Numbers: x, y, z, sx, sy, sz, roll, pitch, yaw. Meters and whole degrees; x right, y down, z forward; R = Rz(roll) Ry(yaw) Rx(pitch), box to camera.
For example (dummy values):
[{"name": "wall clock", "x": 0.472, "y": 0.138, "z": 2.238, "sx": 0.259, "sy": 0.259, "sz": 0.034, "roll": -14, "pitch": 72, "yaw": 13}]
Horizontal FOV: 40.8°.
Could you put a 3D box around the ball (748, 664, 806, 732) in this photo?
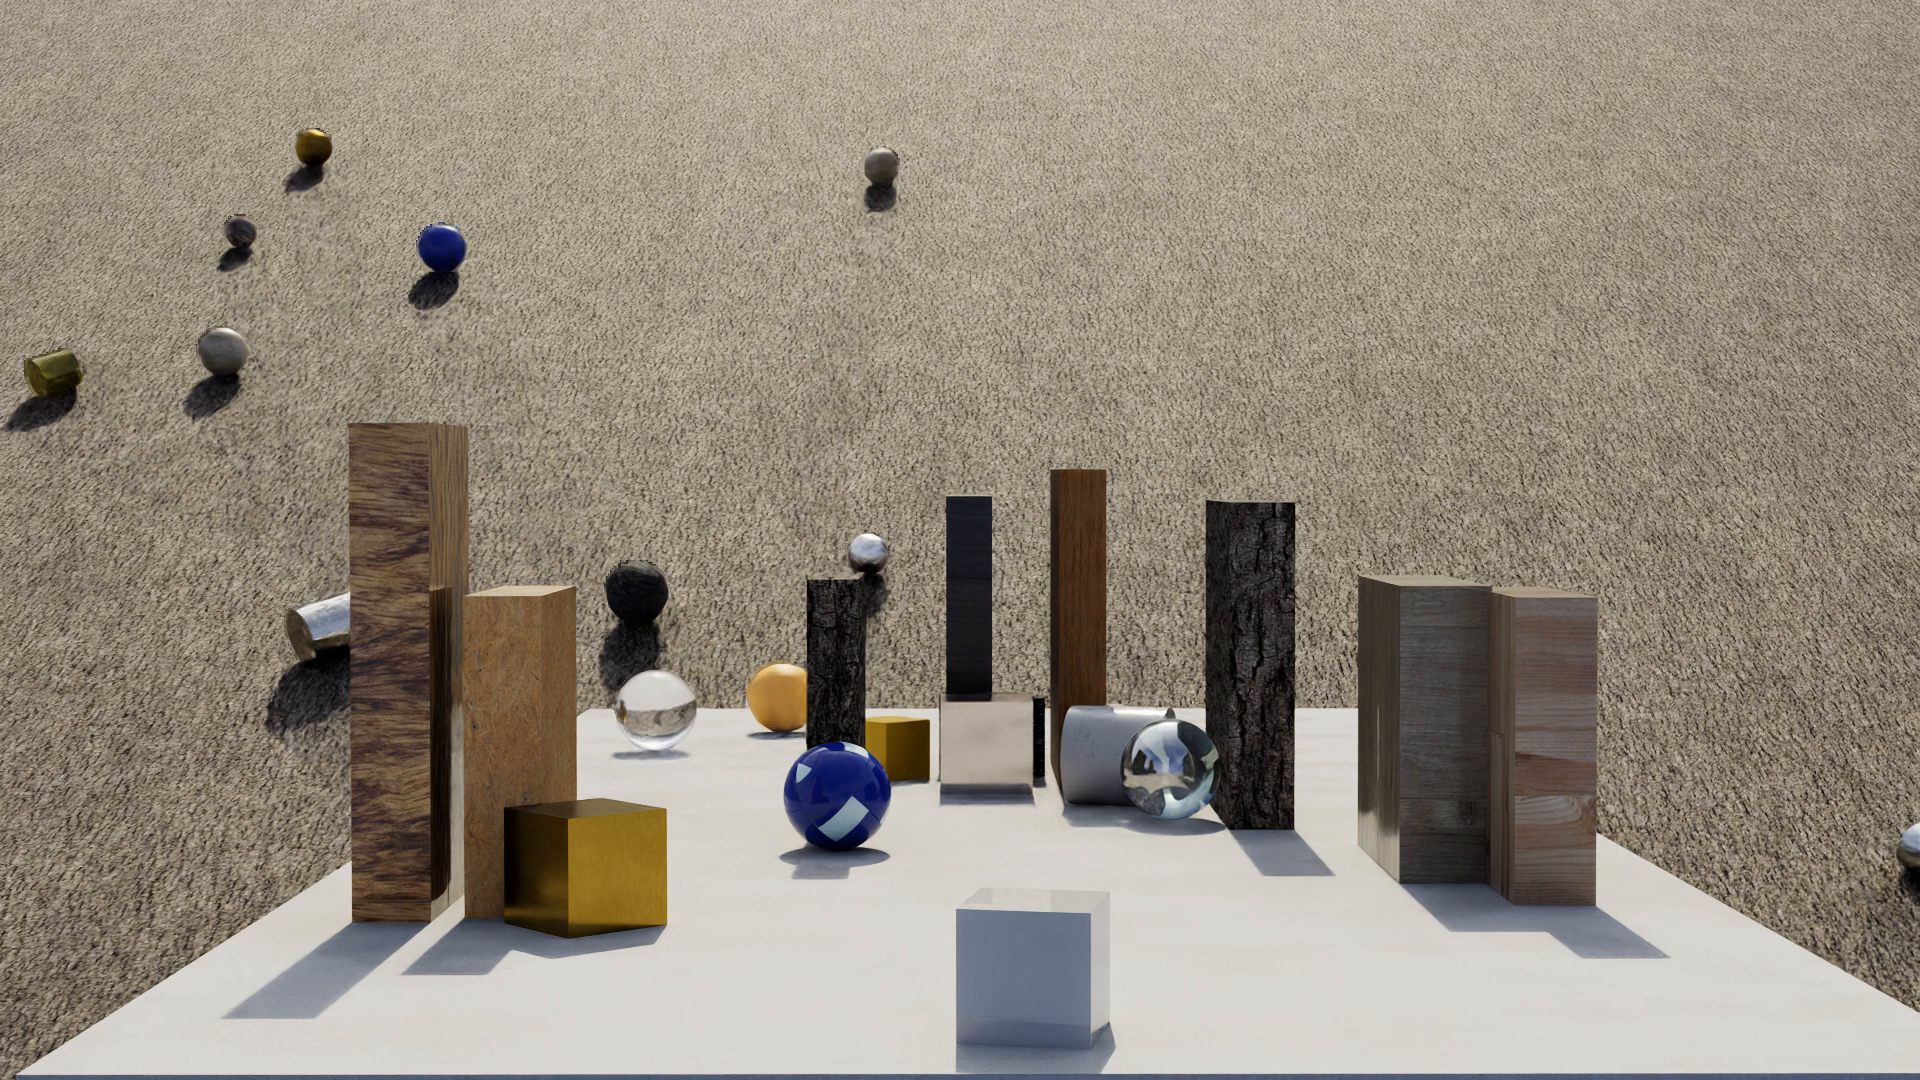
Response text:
[{"name": "ball", "x": -0.410, "y": 0.365, "z": 5.965, "sx": 0.160, "sy": 0.160, "sz": 0.160, "roll": 0, "pitch": 26, "yaw": 0}]

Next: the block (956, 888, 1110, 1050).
[{"name": "block", "x": 0.080, "y": 0.455, "z": 2.755, "sx": 0.142, "sy": 0.142, "sz": 0.142, "roll": 0, "pitch": 1, "yaw": 11}]

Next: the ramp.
[{"name": "ramp", "x": 0.059, "y": 0.530, "z": 4.567, "sx": 2.000, "sy": 0.100, "sz": 4.000, "roll": 0, "pitch": 1, "yaw": 0}]

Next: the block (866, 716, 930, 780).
[{"name": "block", "x": -0.139, "y": 0.410, "z": 5.090, "sx": 0.114, "sy": 0.114, "sz": 0.114, "roll": -1, "pitch": 2, "yaw": -42}]

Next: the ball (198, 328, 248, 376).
[{"name": "ball", "x": -2.514, "y": -0.642, "z": 8.805, "sx": 0.164, "sy": 0.164, "sz": 0.164, "roll": 0, "pitch": 26, "yaw": 0}]

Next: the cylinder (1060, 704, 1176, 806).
[{"name": "cylinder", "x": 0.289, "y": 0.389, "z": 4.646, "sx": 0.179, "sy": 0.179, "sz": 0.179, "roll": 0, "pitch": 25, "yaw": 16}]

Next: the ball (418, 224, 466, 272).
[{"name": "ball", "x": -1.954, "y": -1.101, "z": 9.738, "sx": 0.177, "sy": 0.177, "sz": 0.177, "roll": 0, "pitch": 26, "yaw": 0}]

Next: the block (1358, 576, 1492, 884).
[{"name": "block", "x": 0.706, "y": 0.279, "z": 3.947, "sx": 0.134, "sy": 0.434, "sz": 0.392, "roll": 0, "pitch": 1, "yaw": 0}]

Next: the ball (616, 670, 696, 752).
[{"name": "ball", "x": -0.656, "y": 0.367, "z": 5.567, "sx": 0.176, "sy": 0.176, "sz": 0.176, "roll": 0, "pitch": 26, "yaw": 0}]

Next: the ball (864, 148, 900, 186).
[{"name": "ball", "x": -0.326, "y": -1.546, "z": 10.688, "sx": 0.150, "sy": 0.150, "sz": 0.150, "roll": 0, "pitch": 26, "yaw": 0}]

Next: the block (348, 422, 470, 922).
[{"name": "block", "x": -0.758, "y": 0.174, "z": 3.566, "sx": 0.106, "sy": 0.665, "sz": 0.279, "roll": 0, "pitch": 1, "yaw": 0}]

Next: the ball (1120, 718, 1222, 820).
[{"name": "ball", "x": 0.363, "y": 0.395, "z": 4.449, "sx": 0.175, "sy": 0.175, "sz": 0.175, "roll": 0, "pitch": 26, "yaw": 0}]

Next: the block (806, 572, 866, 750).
[{"name": "block", "x": -0.207, "y": 0.273, "z": 4.345, "sx": 0.084, "sy": 0.426, "sz": 0.324, "roll": 0, "pitch": 1, "yaw": 0}]

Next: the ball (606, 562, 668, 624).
[{"name": "ball", "x": -0.897, "y": 0.146, "z": 7.164, "sx": 0.172, "sy": 0.172, "sz": 0.172, "roll": 0, "pitch": 26, "yaw": 0}]

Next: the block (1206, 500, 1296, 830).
[{"name": "block", "x": 0.506, "y": 0.206, "z": 4.526, "sx": 0.110, "sy": 0.549, "sz": 0.412, "roll": 0, "pitch": 1, "yaw": 0}]

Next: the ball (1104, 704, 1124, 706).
[{"name": "ball", "x": 0.289, "y": 0.390, "z": 4.826, "sx": 0.167, "sy": 0.167, "sz": 0.167, "roll": 0, "pitch": 26, "yaw": 0}]

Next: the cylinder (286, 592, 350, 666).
[{"name": "cylinder", "x": -1.708, "y": 0.241, "z": 6.975, "sx": 0.162, "sy": 0.162, "sz": 0.162, "roll": -21, "pitch": 33, "yaw": -35}]

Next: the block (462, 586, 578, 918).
[{"name": "block", "x": -0.614, "y": 0.288, "z": 3.624, "sx": 0.105, "sy": 0.434, "sz": 0.320, "roll": 0, "pitch": 1, "yaw": 0}]

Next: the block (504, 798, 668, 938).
[{"name": "block", "x": -0.497, "y": 0.432, "z": 3.421, "sx": 0.155, "sy": 0.155, "sz": 0.155, "roll": -1, "pitch": 2, "yaw": -42}]

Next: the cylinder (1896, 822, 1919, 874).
[{"name": "cylinder", "x": 2.268, "y": 0.734, "z": 6.016, "sx": 0.111, "sy": 0.111, "sz": 0.111, "roll": -16, "pitch": 30, "yaw": -29}]

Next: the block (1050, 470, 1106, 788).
[{"name": "block", "x": 0.233, "y": 0.163, "z": 5.125, "sx": 0.090, "sy": 0.606, "sz": 0.443, "roll": 0, "pitch": 1, "yaw": 0}]

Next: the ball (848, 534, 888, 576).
[{"name": "ball", "x": -0.265, "y": 0.042, "z": 7.440, "sx": 0.119, "sy": 0.119, "sz": 0.119, "roll": 0, "pitch": 26, "yaw": 0}]

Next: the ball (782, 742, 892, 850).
[{"name": "ball", "x": -0.195, "y": 0.407, "z": 4.100, "sx": 0.173, "sy": 0.173, "sz": 0.173, "roll": 0, "pitch": 26, "yaw": 0}]

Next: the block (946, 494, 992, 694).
[{"name": "block", "x": 0.018, "y": 0.184, "z": 5.354, "sx": 0.092, "sy": 0.553, "sz": 0.349, "roll": 0, "pitch": 1, "yaw": 0}]

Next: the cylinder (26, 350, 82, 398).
[{"name": "cylinder", "x": -3.042, "y": -0.560, "z": 8.663, "sx": 0.130, "sy": 0.130, "sz": 0.130, "roll": 23, "pitch": 36, "yaw": 38}]

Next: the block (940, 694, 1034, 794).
[{"name": "block", "x": 0.049, "y": 0.386, "z": 4.896, "sx": 0.172, "sy": 0.172, "sz": 0.172, "roll": 0, "pitch": 1, "yaw": 0}]

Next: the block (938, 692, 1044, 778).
[{"name": "block", "x": 0.062, "y": 0.388, "z": 5.098, "sx": 0.158, "sy": 0.158, "sz": 0.158, "roll": -1, "pitch": 2, "yaw": -24}]

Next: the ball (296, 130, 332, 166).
[{"name": "ball", "x": -2.737, "y": -1.658, "z": 10.919, "sx": 0.152, "sy": 0.152, "sz": 0.152, "roll": 0, "pitch": 26, "yaw": 0}]

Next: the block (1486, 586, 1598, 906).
[{"name": "block", "x": 0.822, "y": 0.288, "z": 3.725, "sx": 0.113, "sy": 0.426, "sz": 0.333, "roll": 0, "pitch": 1, "yaw": 0}]

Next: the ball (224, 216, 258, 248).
[{"name": "ball", "x": -2.785, "y": -1.192, "z": 9.991, "sx": 0.120, "sy": 0.120, "sz": 0.120, "roll": 0, "pitch": 26, "yaw": 0}]
